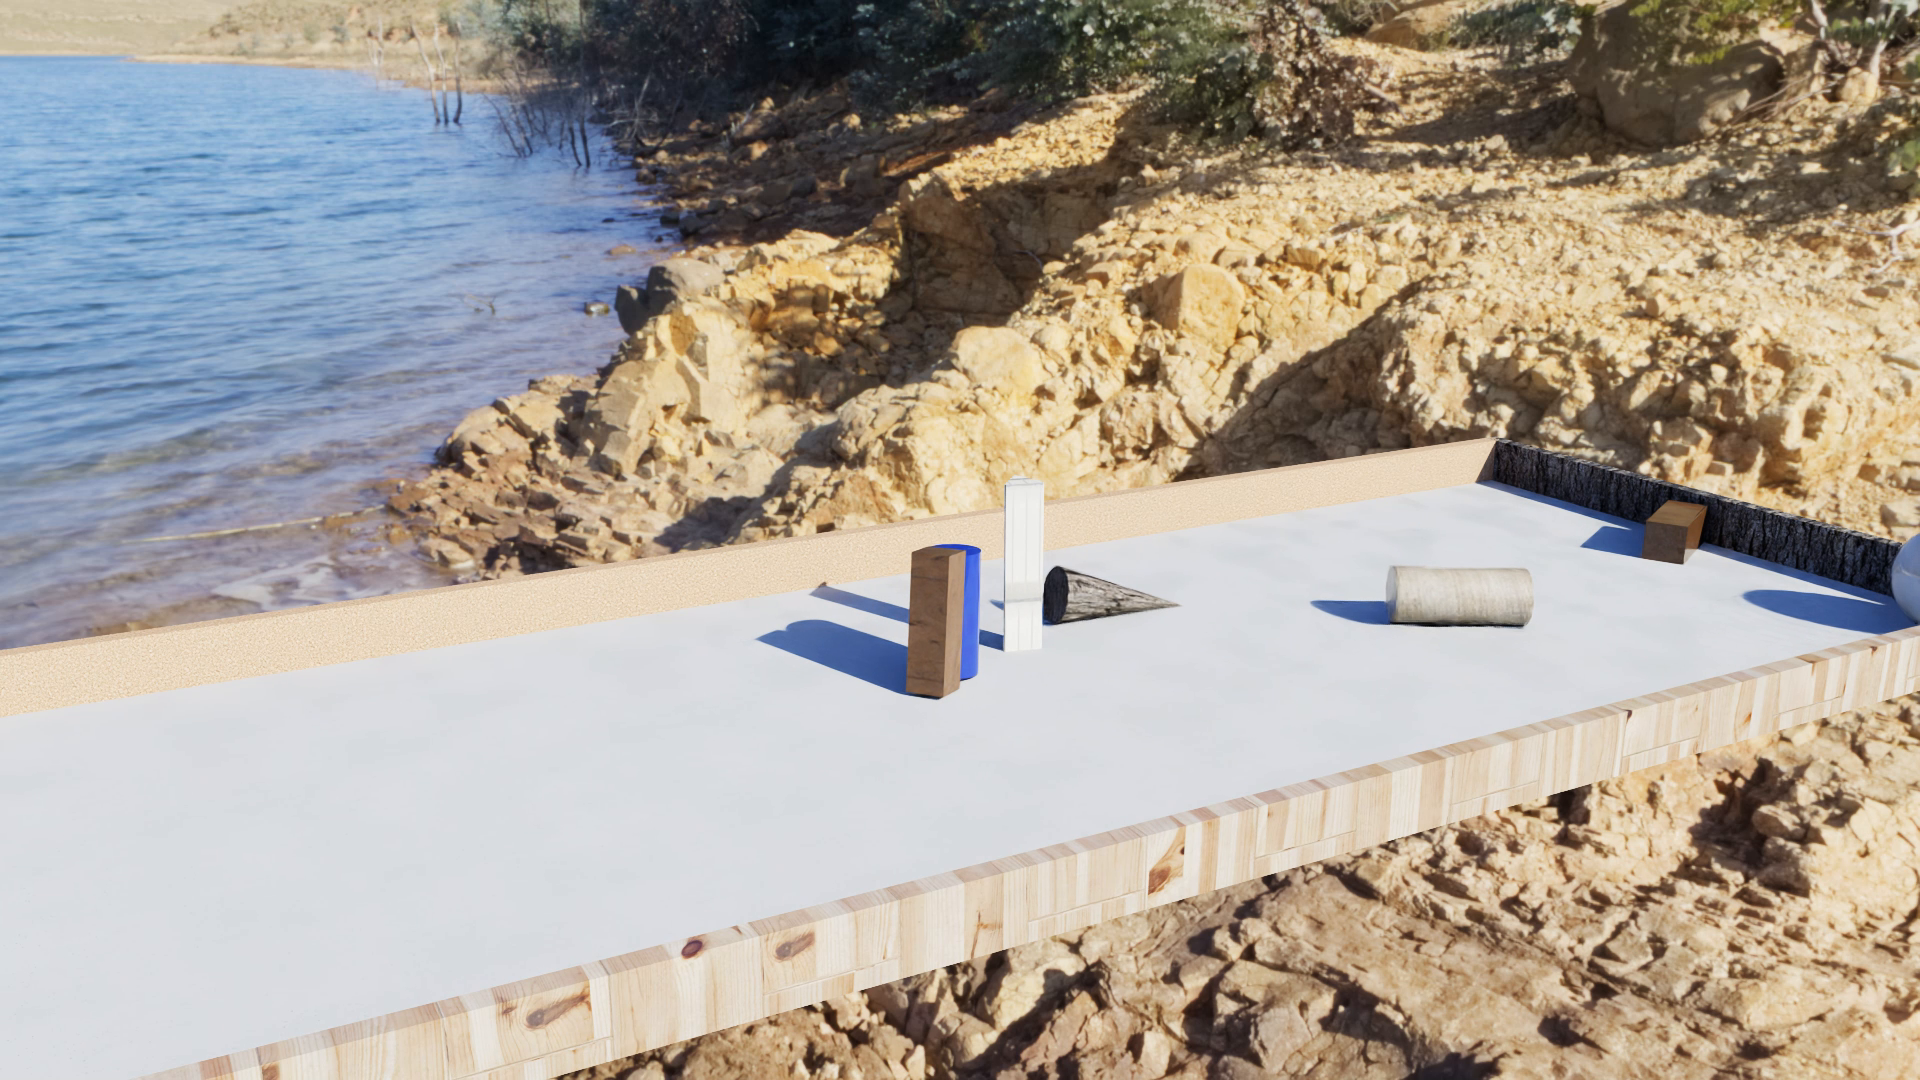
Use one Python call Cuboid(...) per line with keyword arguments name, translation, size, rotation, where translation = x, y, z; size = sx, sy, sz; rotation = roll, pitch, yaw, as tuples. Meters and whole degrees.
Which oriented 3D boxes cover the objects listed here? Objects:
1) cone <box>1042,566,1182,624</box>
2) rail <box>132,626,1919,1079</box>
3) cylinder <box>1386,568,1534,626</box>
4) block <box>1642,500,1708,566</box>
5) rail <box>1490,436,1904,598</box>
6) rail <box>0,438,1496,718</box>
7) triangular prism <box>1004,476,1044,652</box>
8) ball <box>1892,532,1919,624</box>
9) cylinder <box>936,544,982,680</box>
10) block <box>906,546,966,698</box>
Cuboid(name="cone", translation=(0.451, 0.169, 4.637), size=(0.408, 0.160, 0.160), rotation=(5, 13, -23))
Cuboid(name="rail", translation=(-2.336, 1.006, 1.665), size=(12.000, 0.150, 0.050), rotation=(-9, 18, -27))
Cuboid(name="cylinder", translation=(1.375, 0.156, 4.552), size=(0.364, 0.155, 0.155), rotation=(1, 16, 4))
Cuboid(name="block", translation=(2.267, -0.026, 5.227), size=(0.122, 0.122, 0.303), rotation=(11, 20, 33))
Cuboid(name="rail", translation=(2.466, -0.048, 5.253), size=(0.050, 0.150, 2.100), rotation=(-9, 18, -27))
Cuboid(name="rail", translation=(-3.305, 0.497, 3.399), size=(12.000, 0.150, 0.050), rotation=(-9, 18, -27))
Cuboid(name="triangular prism", translation=(0.155, 0.061, 4.343), size=(0.104, 0.455, 0.090), rotation=(-4, 17, -13))
Cuboid(name="ball", translation=(2.692, 0.105, 4.453), size=(0.307, 0.307, 0.307), rotation=(0, 16, 0))
Cuboid(name="cylinder", translation=(-0.018, 0.180, 4.162), size=(0.137, 0.318, 0.137), rotation=(1, 13, 0))
Cuboid(name="block", translation=(-0.059, 0.199, 4.042), size=(0.100, 0.349, 0.100), rotation=(7, 11, 23))
